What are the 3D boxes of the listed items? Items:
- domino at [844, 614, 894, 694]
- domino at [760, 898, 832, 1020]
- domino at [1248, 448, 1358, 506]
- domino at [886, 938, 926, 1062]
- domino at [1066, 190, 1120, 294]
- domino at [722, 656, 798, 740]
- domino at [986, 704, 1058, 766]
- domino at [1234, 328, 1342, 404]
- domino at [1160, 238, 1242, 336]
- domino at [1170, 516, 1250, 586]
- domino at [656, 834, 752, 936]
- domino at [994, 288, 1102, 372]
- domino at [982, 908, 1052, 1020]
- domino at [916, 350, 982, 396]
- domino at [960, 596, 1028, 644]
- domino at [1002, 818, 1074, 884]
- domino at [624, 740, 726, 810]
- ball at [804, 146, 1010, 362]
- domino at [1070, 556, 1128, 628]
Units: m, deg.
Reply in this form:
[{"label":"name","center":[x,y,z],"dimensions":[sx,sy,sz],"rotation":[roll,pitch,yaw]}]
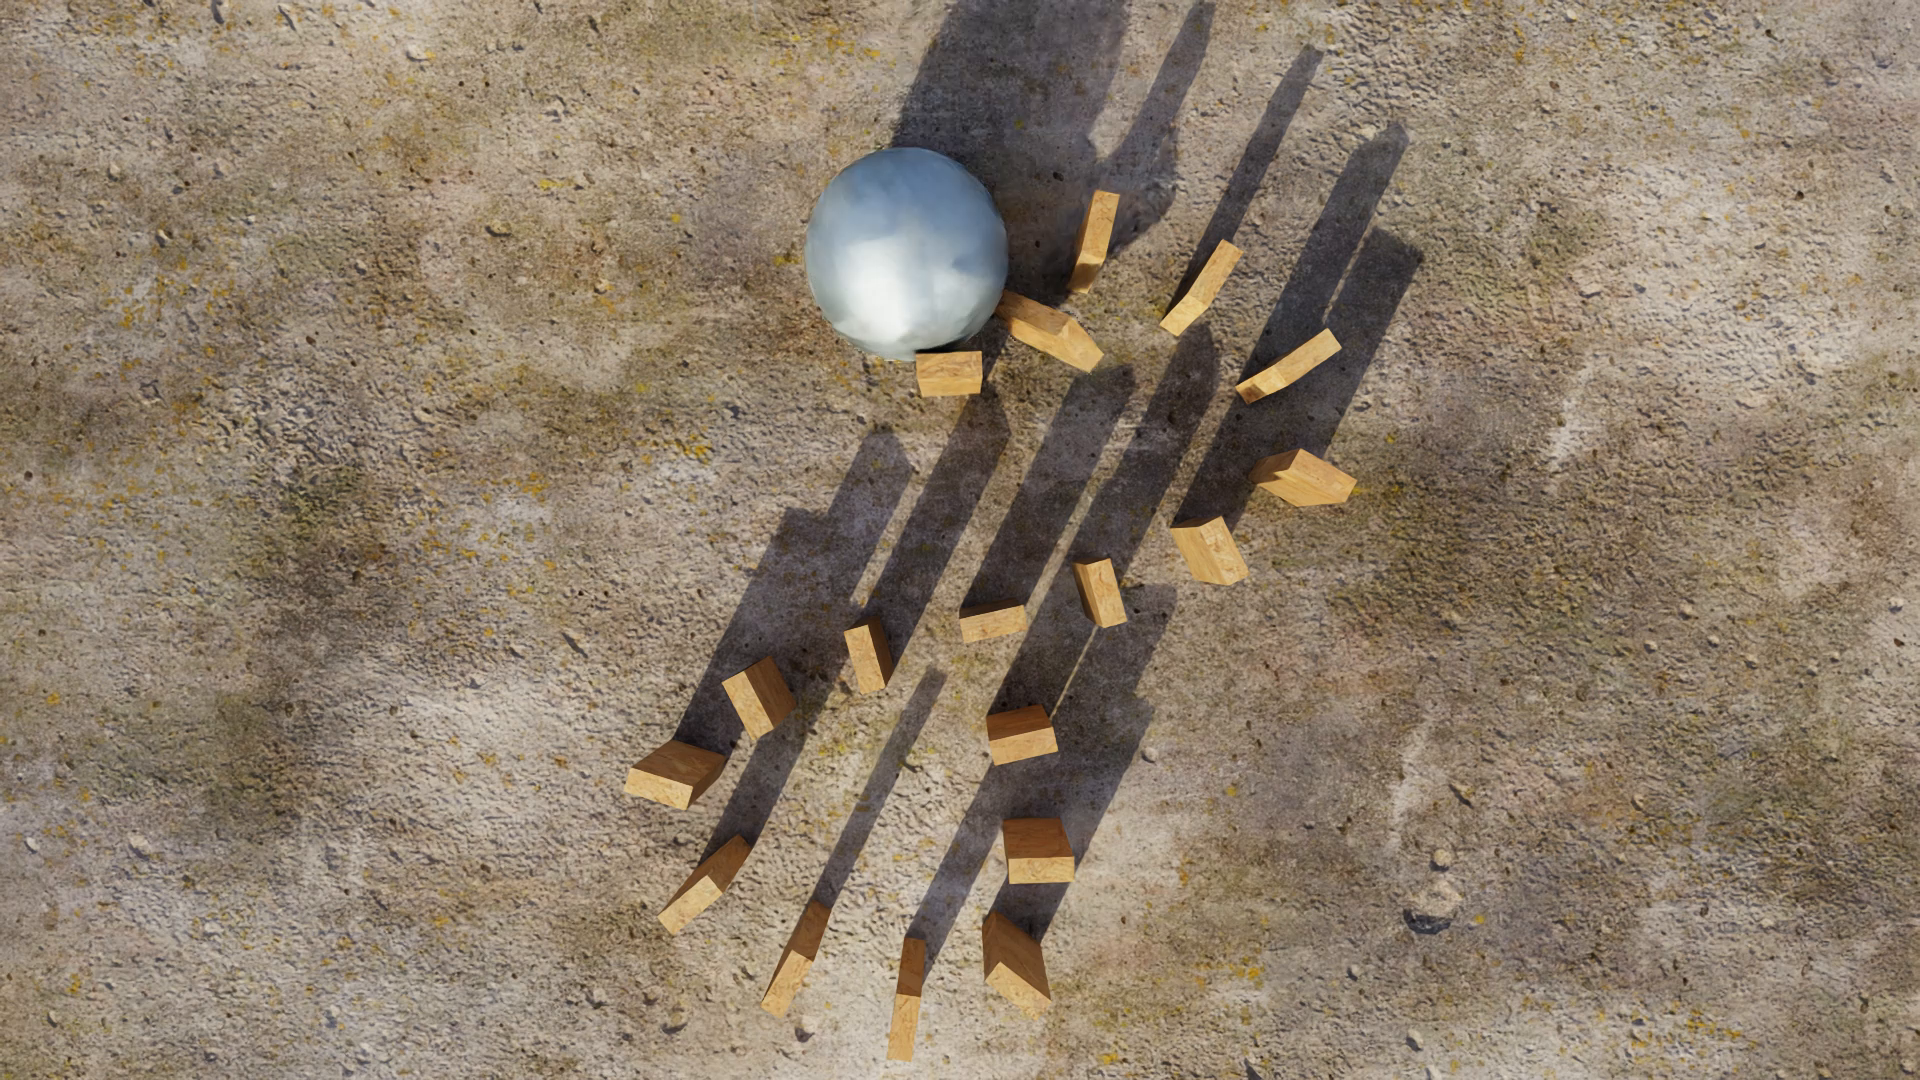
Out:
[{"label":"domino","center":[-0.036,0.046,0.375],"dimensions":[0.010,0.050,0.025],"rotation":[-16,90,0]},{"label":"domino","center":[-0.066,0.170,0.375],"dimensions":[0.009,0.050,0.025],"rotation":[30,90,0]},{"label":"domino","center":[0.139,-0.025,0.375],"dimensions":[0.025,0.050,0.009],"rotation":[30,90,0]},{"label":"domino","center":[-0.021,0.186,0.375],"dimensions":[0.010,0.050,0.025],"rotation":[9,90,0]},{"label":"domino","center":[0.054,-0.121,0.375],"dimensions":[0.010,0.050,0.025],"rotation":[13,90,0]},{"label":"domino","center":[-0.081,0.063,0.375],"dimensions":[0.009,0.050,0.025],"rotation":[-28,90,0]},{"label":"domino","center":[0.024,0.079,0.375],"dimensions":[0.025,0.050,0.009],"rotation":[-13,90,0]},{"label":"domino","center":[0.133,-0.070,0.375],"dimensions":[0.025,0.050,0.009],"rotation":[-35,90,0]},{"label":"domino","center":[0.098,-0.102,0.375],"dimensions":[0.009,0.050,0.025],"rotation":[33,90,0]},{"label":"domino","center":[0.101,0.004,0.375],"dimensions":[0.009,0.050,0.025],"rotation":[-26,90,0]},{"label":"domino","center":[-0.103,0.140,0.375],"dimensions":[0.025,0.050,0.009],"rotation":[-40,90,0]},{"label":"domino","center":[0.033,-0.086,0.373],"dimensions":[0.010,0.050,0.025],"rotation":[-52,133,1]},{"label":"domino","center":[0.022,0.172,0.375],"dimensions":[0.025,0.050,0.010],"rotation":[38,90,0]},{"label":"domino","center":[-0.004,-0.067,0.375],"dimensions":[0.025,0.050,0.009],"rotation":[-3,91,0]},{"label":"domino","center":[0.013,0.032,0.375],"dimensions":[0.025,0.050,0.009],"rotation":[-12,90,0]},{"label":"domino","center":[0.031,0.126,0.375],"dimensions":[0.025,0.050,0.009],"rotation":[-2,90,0]},{"label":"domino","center":[-0.115,0.095,0.375],"dimensions":[0.025,0.050,0.010],"rotation":[17,90,0]},{"label":"ball","center":[-0.021,-0.111,0.360],"dimensions":[0.080,0.080,0.080],"rotation":[0,90,0]},{"label":"domino","center":[0.056,0.020,0.375],"dimensions":[0.010,0.050,0.025],"rotation":[-15,90,0]}]
